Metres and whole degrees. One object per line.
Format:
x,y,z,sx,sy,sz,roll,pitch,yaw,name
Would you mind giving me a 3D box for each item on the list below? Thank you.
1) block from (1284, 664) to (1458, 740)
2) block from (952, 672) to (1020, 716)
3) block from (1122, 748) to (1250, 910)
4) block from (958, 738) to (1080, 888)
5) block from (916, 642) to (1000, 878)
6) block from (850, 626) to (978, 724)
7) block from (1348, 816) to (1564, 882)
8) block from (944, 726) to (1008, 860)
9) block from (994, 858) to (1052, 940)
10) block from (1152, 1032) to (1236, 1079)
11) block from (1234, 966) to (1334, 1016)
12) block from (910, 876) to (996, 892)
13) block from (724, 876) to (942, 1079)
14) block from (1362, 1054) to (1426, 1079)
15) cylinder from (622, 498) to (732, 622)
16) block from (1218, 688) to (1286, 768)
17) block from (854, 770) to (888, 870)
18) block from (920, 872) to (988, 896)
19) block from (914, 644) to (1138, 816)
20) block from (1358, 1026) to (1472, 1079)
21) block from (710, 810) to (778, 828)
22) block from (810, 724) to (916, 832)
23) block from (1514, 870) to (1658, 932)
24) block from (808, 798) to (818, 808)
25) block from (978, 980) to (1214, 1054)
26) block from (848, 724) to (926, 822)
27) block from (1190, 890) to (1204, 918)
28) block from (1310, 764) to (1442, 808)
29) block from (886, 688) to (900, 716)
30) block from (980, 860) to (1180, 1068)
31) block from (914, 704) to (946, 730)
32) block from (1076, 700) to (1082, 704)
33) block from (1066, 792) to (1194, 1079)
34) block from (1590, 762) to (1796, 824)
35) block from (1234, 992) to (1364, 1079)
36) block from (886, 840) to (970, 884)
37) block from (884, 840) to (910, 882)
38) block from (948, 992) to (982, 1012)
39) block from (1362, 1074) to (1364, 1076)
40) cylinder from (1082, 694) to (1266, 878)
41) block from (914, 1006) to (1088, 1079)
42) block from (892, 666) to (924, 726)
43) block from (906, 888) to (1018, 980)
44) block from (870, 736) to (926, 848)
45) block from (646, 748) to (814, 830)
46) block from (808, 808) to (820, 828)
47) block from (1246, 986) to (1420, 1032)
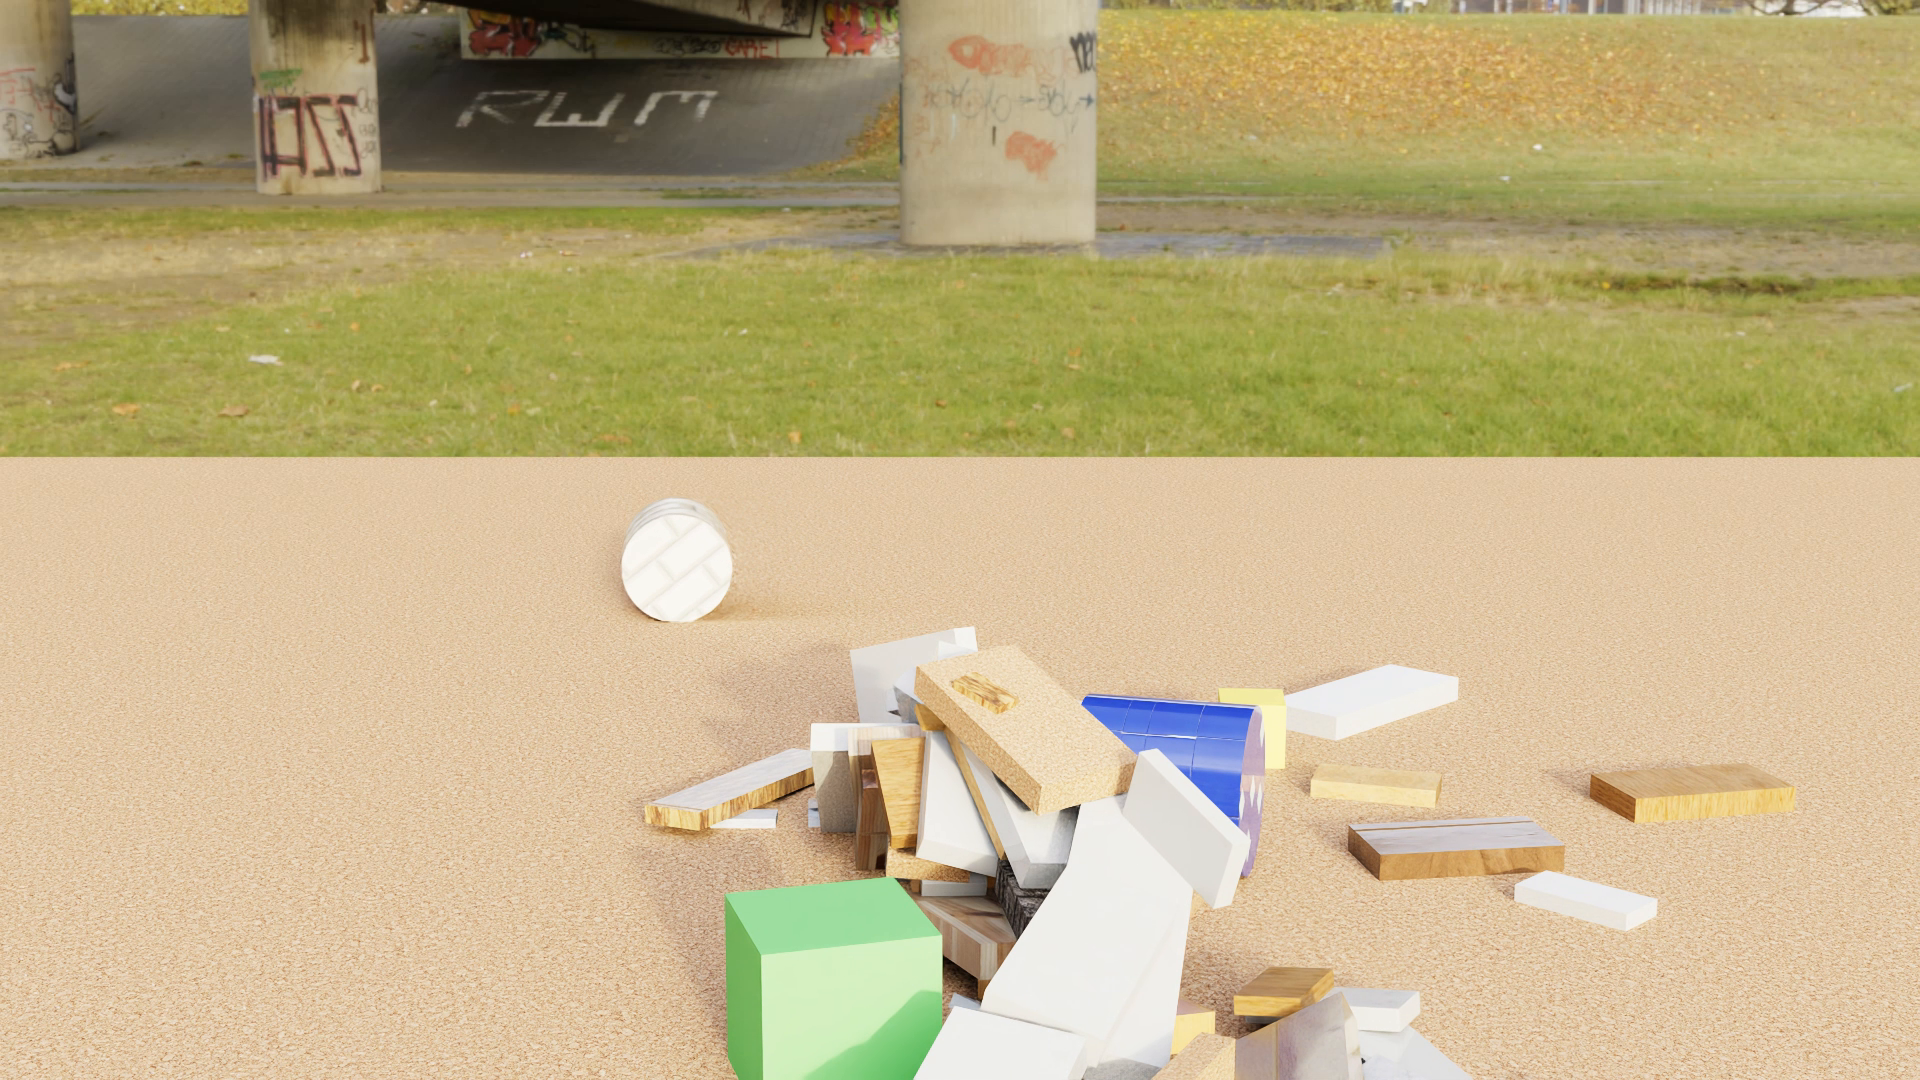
0.885,0.352,4.813,0.180,0.051,0.470,10,15,44,block
0.039,0.229,3.296,0.093,0.013,0.046,29,35,36,block
0.313,0.400,3.062,0.031,0.111,0.221,-7,34,-32,block
0.126,0.378,3.289,0.176,0.050,0.352,4,35,-23,block
0.019,0.338,3.460,0.144,0.041,0.469,15,35,-8,block
-0.089,0.292,4.505,0.051,0.180,0.360,-4,-6,-39,block
0.862,0.536,3.831,0.330,0.047,0.165,-2,11,-9,block
0.089,0.373,3.363,0.144,0.041,0.288,3,35,-24,block
0.173,0.549,3.107,0.180,0.051,0.359,5,15,-12,block
0.244,0.712,2.581,0.045,0.158,0.316,6,12,27,block
0.457,0.634,3.090,0.093,0.026,0.186,-3,1,24,block
-0.006,0.514,3.561,0.139,0.139,0.139,-2,40,-8,block
-0.171,0.609,2.920,0.236,0.236,0.236,-3,11,-17,block
0.565,0.717,2.760,0.093,0.026,0.251,-28,15,-19,block
-0.748,0.049,5.809,0.283,0.283,0.283,-1,11,-7,cylinder
0.589,0.380,4.446,0.129,0.129,0.129,1,11,5,block
-0.107,0.471,3.706,0.128,0.257,0.036,-2,51,-8,block
-0.016,0.477,3.473,0.100,0.028,0.201,0,39,-6,block
0.097,0.277,3.286,0.176,0.050,0.352,-11,32,-30,block
0.596,0.708,2.945,0.111,0.031,0.221,-3,11,-15,block
-0.396,0.512,4.042,0.119,0.017,0.059,0,11,0,block
-0.162,0.420,3.848,0.177,0.050,0.355,0,-30,0,block
1.022,0.589,3.597,0.201,0.028,0.100,10,15,44,block
-0.215,0.488,4.082,0.119,0.017,0.059,3,-9,-29,block
0.184,0.648,3.069,0.180,0.051,0.359,0,3,-25,block
-0.092,0.426,3.744,0.177,0.050,0.355,-3,-34,-1,block
0.298,0.582,3.635,0.201,0.028,0.100,4,11,20,block
0.800,0.471,4.222,0.234,0.033,0.117,3,11,18,block
0.017,0.307,3.924,0.144,0.041,0.288,-15,-26,36,block
0.158,0.537,2.818,0.158,0.045,0.316,20,29,15,block
-0.022,0.280,3.469,0.093,0.013,0.046,3,39,-24,block
0.215,0.350,4.250,0.313,0.044,0.157,9,-19,-38,block
0.217,0.520,2.974,0.176,0.050,0.587,14,28,4,block
1.382,0.476,4.153,0.330,0.047,0.165,-2,11,-13,block
0.432,0.685,2.813,0.158,0.045,0.316,-28,4,11,block
-0.044,0.429,3.477,0.128,0.036,0.256,5,39,-1,block
-0.052,0.476,3.654,0.128,0.257,0.036,-2,47,-8,block
0.061,0.674,3.067,0.076,0.022,0.153,28,-9,-38,block
0.475,0.699,2.860,0.093,0.026,0.186,-28,4,6,block
0.358,0.420,3.788,0.292,0.292,0.292,3,11,16,cylinder
0.012,0.681,2.525,0.169,0.048,0.338,9,32,19,block
-0.009,0.382,3.799,0.177,0.355,0.050,32,61,31,block
0.052,0.584,3.289,0.180,0.051,0.359,0,3,-20,block
-0.073,0.391,3.423,0.102,0.029,0.204,-4,40,-11,block
-0.401,0.468,4.168,0.117,0.033,0.503,4,9,27,block
-0.220,0.510,4.052,0.119,0.017,0.059,-1,11,-4,block
0.525,0.659,3.102,0.221,0.031,0.111,-3,1,26,block
